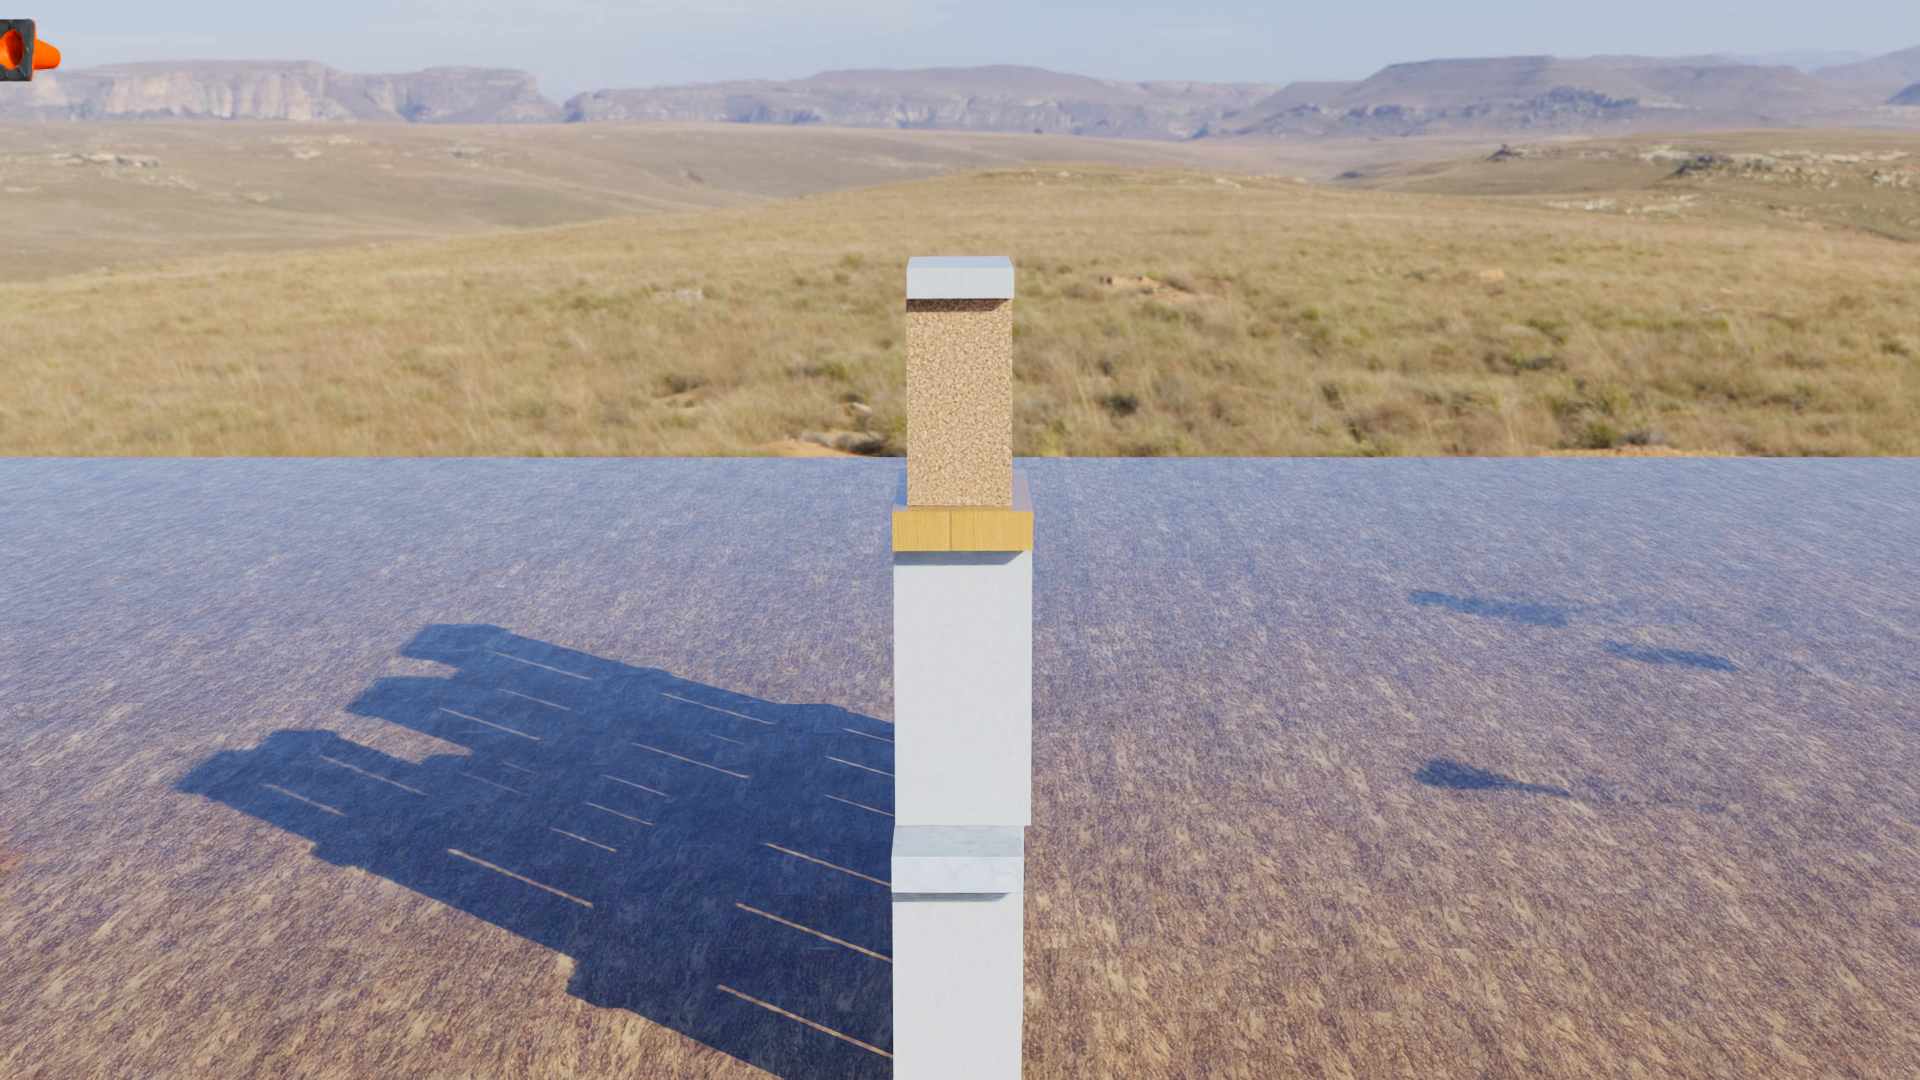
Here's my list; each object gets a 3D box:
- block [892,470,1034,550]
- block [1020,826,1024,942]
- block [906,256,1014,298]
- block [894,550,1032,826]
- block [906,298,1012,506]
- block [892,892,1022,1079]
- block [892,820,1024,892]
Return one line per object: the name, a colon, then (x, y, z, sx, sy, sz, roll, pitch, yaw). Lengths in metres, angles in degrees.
block: (0.004, -0.043, 2.900, 0.175, 0.049, 0.349, 0, 10, 0)
block: (0.004, 0.518, 3.127, 0.170, 0.340, 0.048, 0, 11, 0)
block: (0.000, -0.338, 2.817, 0.131, 0.037, 0.262, 0, 10, 0)
block: (0.004, 0.183, 2.823, 0.175, 0.367, 0.049, 0, 11, 0)
block: (-0.001, -0.175, 2.758, 0.131, 0.262, 0.037, 0, 11, 0)
block: (-0.003, 0.586, 2.801, 0.162, 0.325, 0.046, 0, 11, 0)
block: (-0.003, 0.384, 2.874, 0.162, 0.046, 0.325, 0, 11, 0)
